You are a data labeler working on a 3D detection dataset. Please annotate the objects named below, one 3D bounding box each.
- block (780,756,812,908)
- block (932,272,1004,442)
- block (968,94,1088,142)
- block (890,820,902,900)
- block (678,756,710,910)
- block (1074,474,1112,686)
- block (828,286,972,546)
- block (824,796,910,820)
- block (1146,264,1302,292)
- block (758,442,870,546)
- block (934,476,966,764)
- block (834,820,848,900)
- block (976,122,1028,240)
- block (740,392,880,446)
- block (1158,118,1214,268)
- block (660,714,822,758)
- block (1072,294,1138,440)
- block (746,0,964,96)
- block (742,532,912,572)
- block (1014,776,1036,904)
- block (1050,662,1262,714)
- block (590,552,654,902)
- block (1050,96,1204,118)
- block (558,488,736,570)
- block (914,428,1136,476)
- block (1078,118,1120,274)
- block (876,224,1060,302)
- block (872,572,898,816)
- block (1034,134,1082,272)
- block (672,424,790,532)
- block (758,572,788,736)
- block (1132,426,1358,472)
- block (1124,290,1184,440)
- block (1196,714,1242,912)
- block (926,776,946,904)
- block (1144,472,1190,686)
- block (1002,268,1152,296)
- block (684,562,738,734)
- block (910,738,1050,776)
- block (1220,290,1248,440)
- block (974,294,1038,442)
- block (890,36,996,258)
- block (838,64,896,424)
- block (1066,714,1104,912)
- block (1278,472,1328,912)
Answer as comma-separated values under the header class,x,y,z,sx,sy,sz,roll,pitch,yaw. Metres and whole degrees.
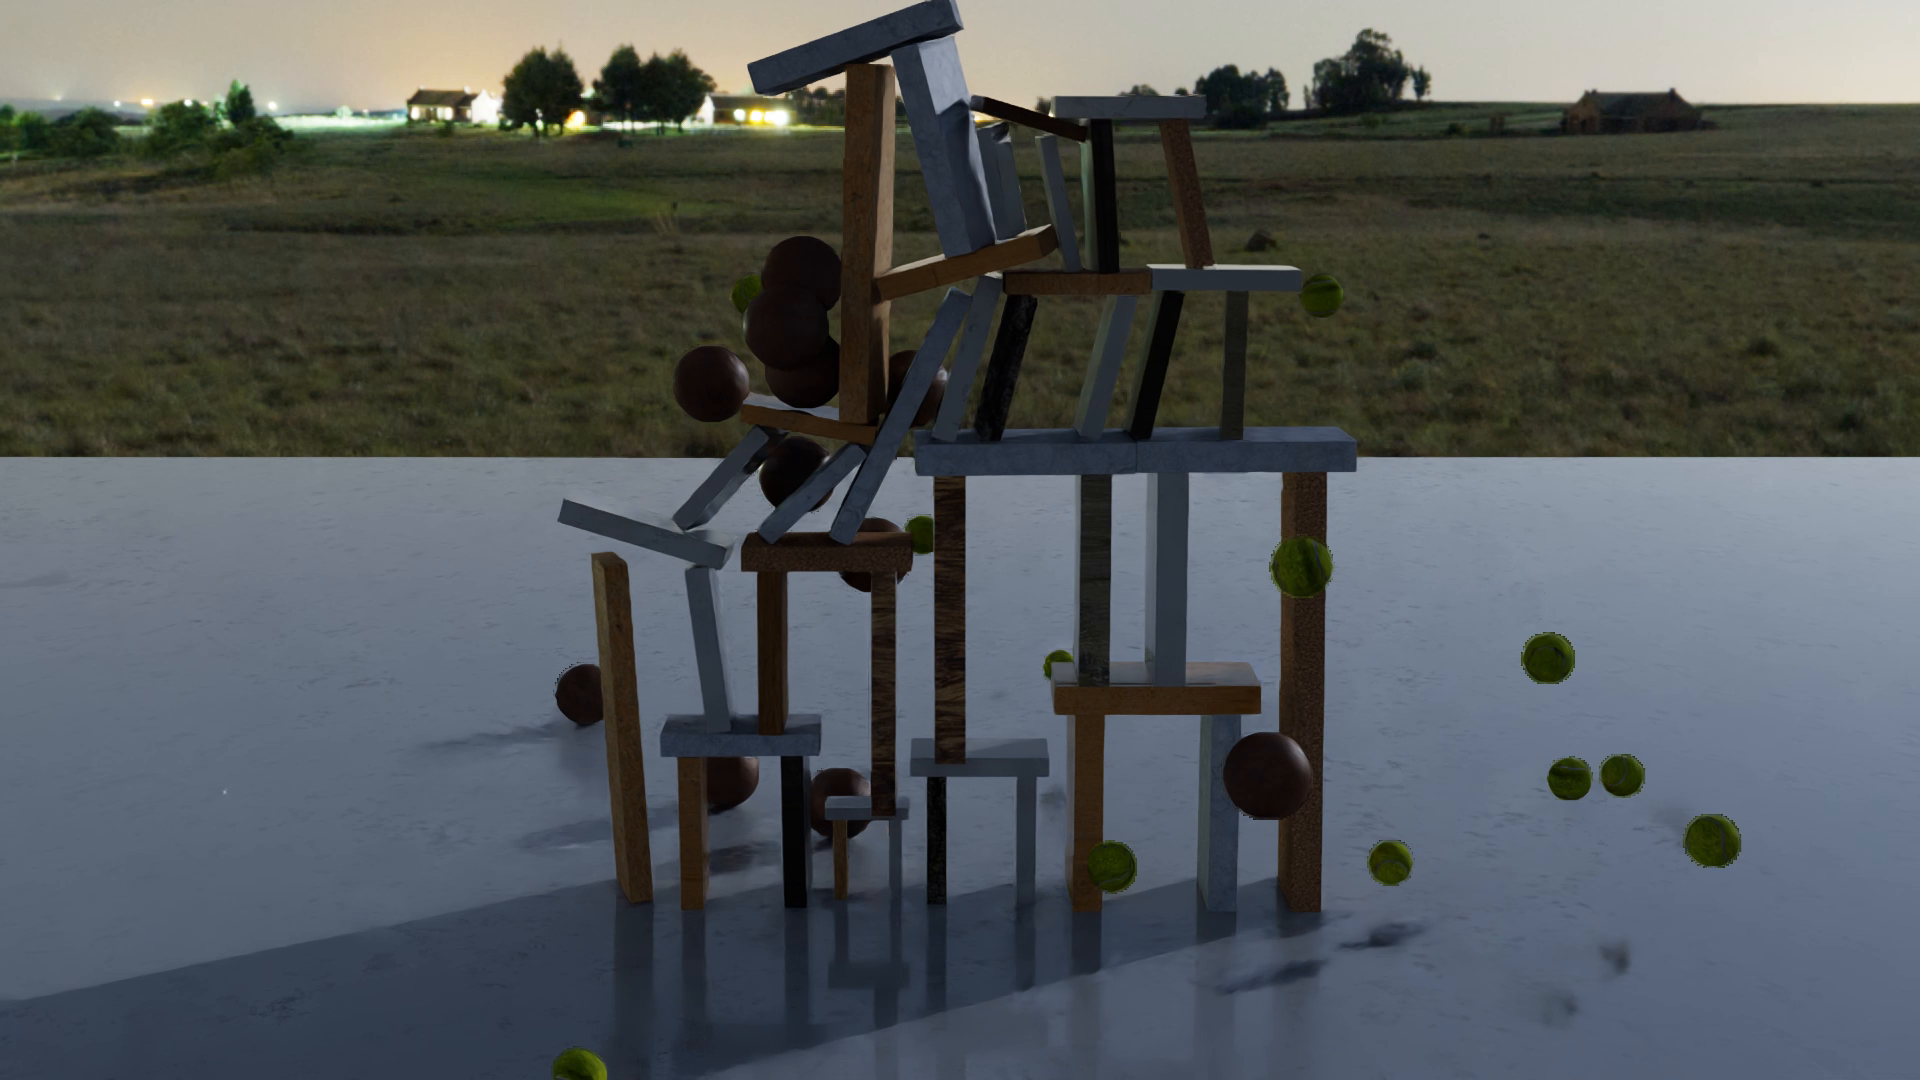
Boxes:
class,x,y,z,sx,sy,sz,roll,pitch,yaw
block,-0.270,0.464,3.642,0.036,0.256,0.128,0,11,1
block,0.012,-0.294,3.483,0.037,0.265,0.132,17,11,-3
block,0.105,-0.653,3.407,0.171,0.024,0.085,14,10,-16
block,-0.107,0.521,3.661,0.020,0.138,0.069,0,11,0
block,-0.440,0.466,3.632,0.036,0.256,0.128,0,11,-2
block,0.214,0.049,3.564,0.049,0.344,0.172,0,11,0
block,-0.095,-0.201,3.522,0.037,0.434,0.132,26,9,-5
block,-0.154,0.444,3.647,0.138,0.020,0.069,0,11,0
block,0.414,-0.414,3.475,0.233,0.033,0.117,0,11,-1
block,-0.233,-0.083,3.538,0.213,0.030,0.107,-42,8,8
block,-0.018,0.113,3.558,0.049,0.466,0.172,0,11,-1
block,-0.198,0.521,3.661,0.020,0.138,0.069,0,11,0
block,0.065,-0.554,3.392,0.024,0.171,0.086,-6,14,20
block,-0.238,-0.194,3.511,0.213,0.030,0.107,10,13,-2
block,0.355,-0.545,3.451,0.032,0.229,0.114,-12,11,2
block,-0.357,0.321,3.615,0.257,0.036,0.128,0,11,-1
block,0.230,-0.281,3.505,0.032,0.229,0.114,14,10,-6
block,-0.158,-0.759,3.383,0.321,0.046,0.161,-18,8,7
block,-0.212,0.019,3.557,0.270,0.038,0.135,0,11,0
block,0.107,0.480,3.650,0.032,0.224,0.112,0,11,-1
block,0.317,0.242,3.601,0.331,0.047,0.166,0,11,0
block,-0.559,0.308,3.636,0.038,0.563,0.135,-6,10,-17
block,0.258,-0.673,3.422,0.229,0.032,0.114,0,11,-2
block,-0.504,-0.018,3.562,0.270,0.038,0.135,17,8,-2
block,0.100,-0.142,3.519,0.344,0.049,0.172,-1,11,-2
block,0.218,-0.541,3.448,0.032,0.236,0.114,-5,12,-6
block,0.013,-0.433,3.431,0.265,0.037,0.132,-13,11,17
block,-0.123,0.236,3.600,0.038,0.406,0.135,0,11,0
block,0.154,-0.529,3.453,0.024,0.212,0.086,-13,12,-2
block,-0.369,-0.106,3.547,0.030,0.213,0.107,45,16,4
block,-0.305,0.170,3.587,0.038,0.270,0.135,0,10,0
block,0.448,-0.146,3.531,0.346,0.049,0.173,0,11,0
block,0.308,-0.285,3.503,0.033,0.233,0.117,12,10,-3
block,0.427,0.427,3.637,0.047,0.331,0.166,0,11,0
block,-0.039,0.479,3.652,0.032,0.224,0.112,0,11,-1
block,0.334,0.049,3.566,0.049,0.346,0.173,0,11,-1
block,0.183,-0.409,3.477,0.229,0.032,0.114,0,11,-1
block,-0.406,0.167,3.588,0.038,0.270,0.135,-7,9,-1
block,0.032,0.357,3.609,0.224,0.032,0.112,0,11,0
block,0.436,-0.284,3.502,0.033,0.233,0.117,2,11,5
block,0.071,-0.279,3.497,0.032,0.229,0.114,14,9,-8
block,-0.016,-0.608,3.391,0.046,0.321,0.161,-10,13,23
block,-0.145,-0.467,3.459,0.046,0.549,0.161,4,12,9
block,0.205,0.428,3.634,0.047,0.331,0.166,0,11,-2
block,0.559,0.234,3.602,0.049,0.724,0.173,-1,11,1
